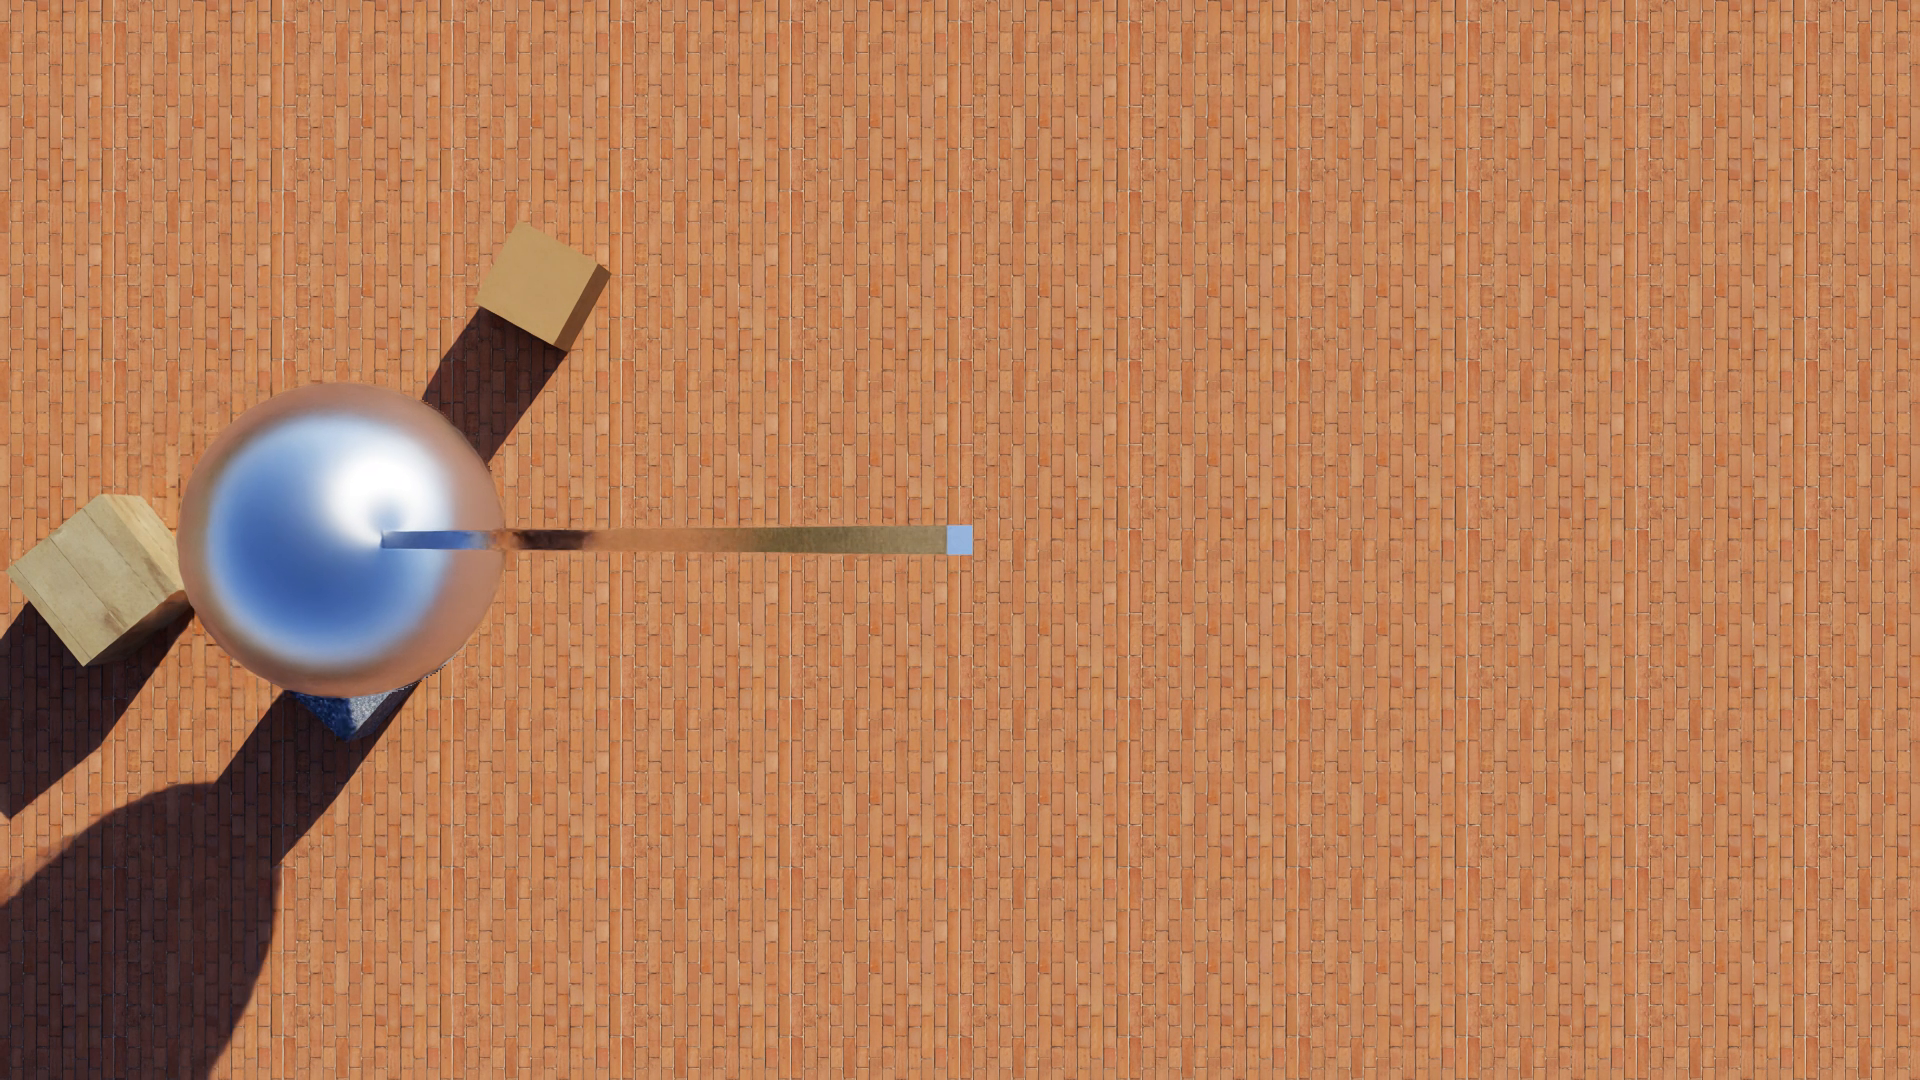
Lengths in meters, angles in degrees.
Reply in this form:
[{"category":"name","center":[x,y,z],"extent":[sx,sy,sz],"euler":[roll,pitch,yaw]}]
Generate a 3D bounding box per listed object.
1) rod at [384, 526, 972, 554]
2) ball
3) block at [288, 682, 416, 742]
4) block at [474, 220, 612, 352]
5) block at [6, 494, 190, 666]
[{"category":"rod","center":[-1.347,0.000,8.198],"extent":[0.080,5.200,0.080],"euler":[0,90,-31]},{"category":"ball","center":[-3.109,0.000,11.106],"extent":[1.600,1.600,1.600],"euler":[0,90,0]},{"category":"block","center":[-3.514,0.749,12.732],"extent":[0.582,0.536,0.554],"euler":[42,90,0]},{"category":"block","center":[-2.413,-1.466,12.755],"extent":[0.518,0.489,0.534],"euler":[29,90,0]},{"category":"block","center":[-4.887,0.226,12.687],"extent":[0.688,0.627,0.694],"euler":[-39,90,0]}]
